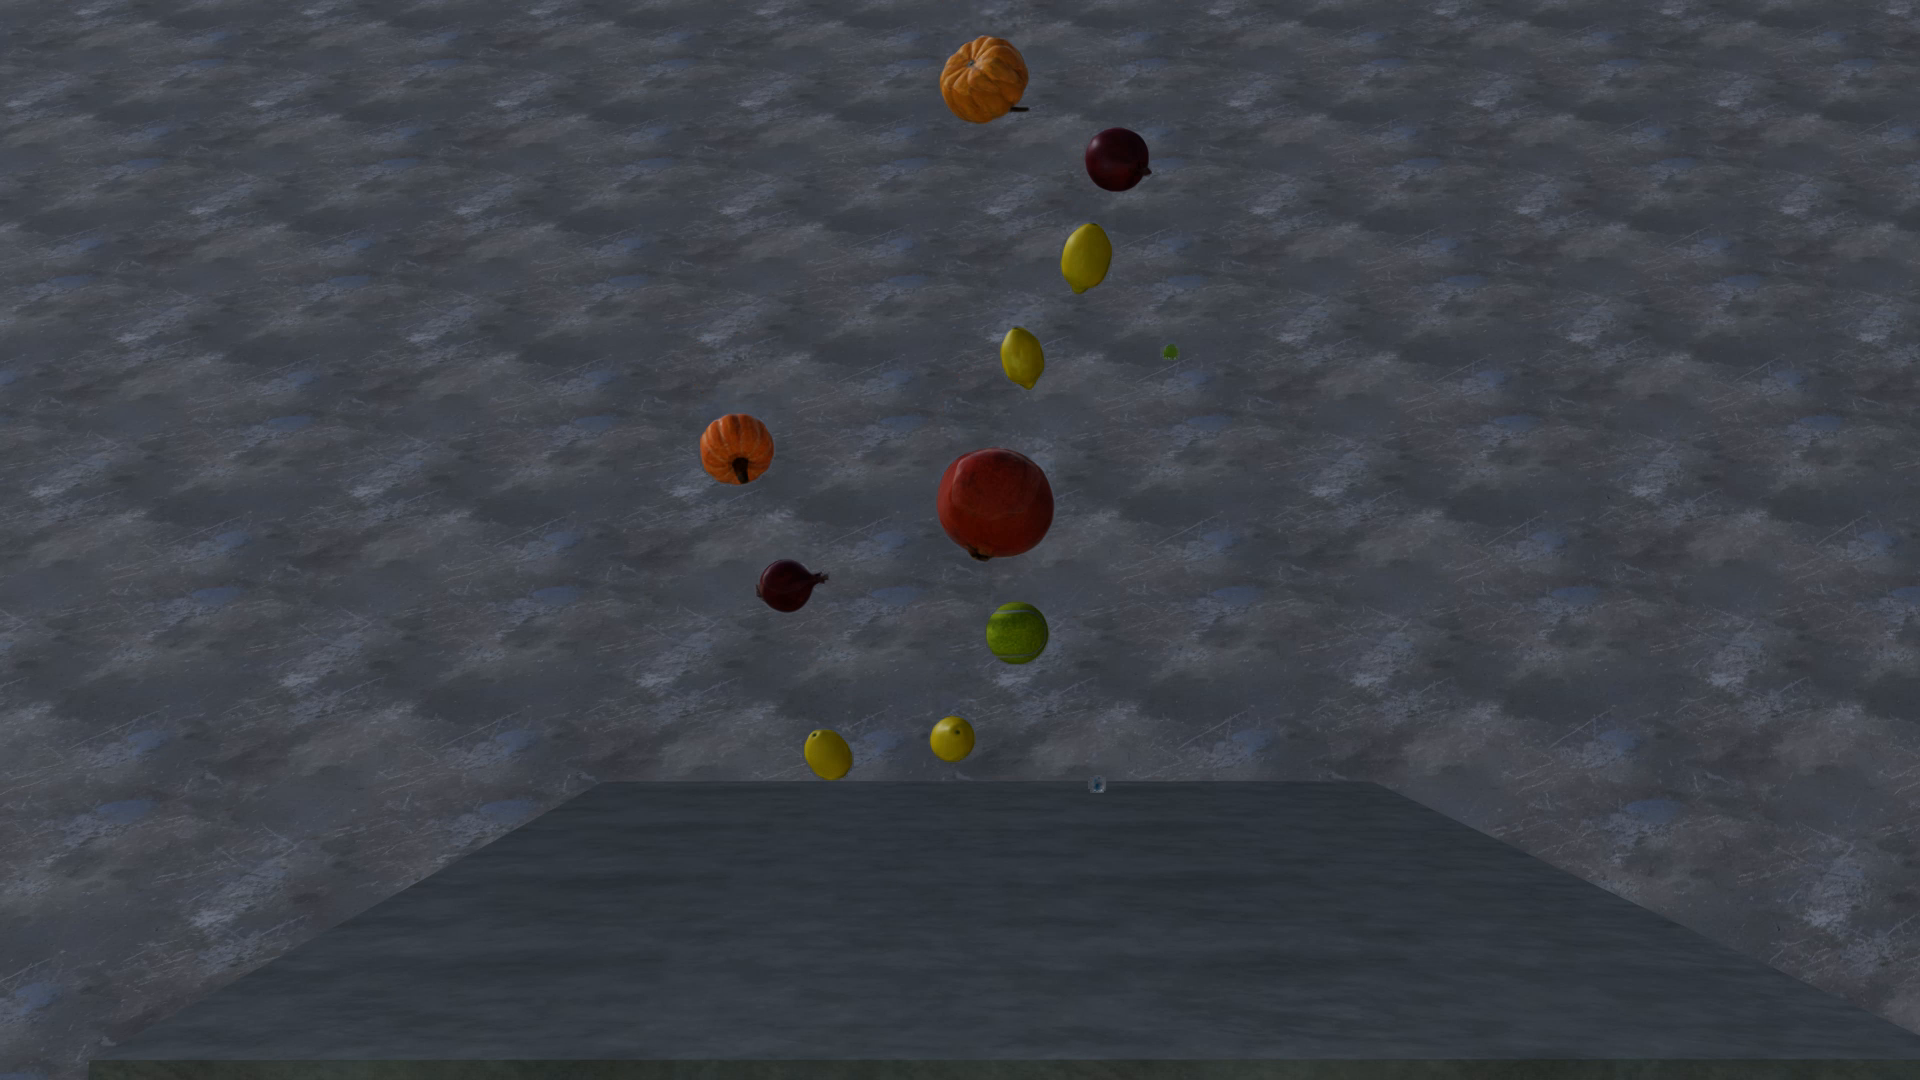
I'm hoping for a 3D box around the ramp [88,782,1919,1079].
[{"bbox_3d":[0.073,0.640,4.756,2.000,0.100,4.000,0,-1,0],"label":"ramp"}]
